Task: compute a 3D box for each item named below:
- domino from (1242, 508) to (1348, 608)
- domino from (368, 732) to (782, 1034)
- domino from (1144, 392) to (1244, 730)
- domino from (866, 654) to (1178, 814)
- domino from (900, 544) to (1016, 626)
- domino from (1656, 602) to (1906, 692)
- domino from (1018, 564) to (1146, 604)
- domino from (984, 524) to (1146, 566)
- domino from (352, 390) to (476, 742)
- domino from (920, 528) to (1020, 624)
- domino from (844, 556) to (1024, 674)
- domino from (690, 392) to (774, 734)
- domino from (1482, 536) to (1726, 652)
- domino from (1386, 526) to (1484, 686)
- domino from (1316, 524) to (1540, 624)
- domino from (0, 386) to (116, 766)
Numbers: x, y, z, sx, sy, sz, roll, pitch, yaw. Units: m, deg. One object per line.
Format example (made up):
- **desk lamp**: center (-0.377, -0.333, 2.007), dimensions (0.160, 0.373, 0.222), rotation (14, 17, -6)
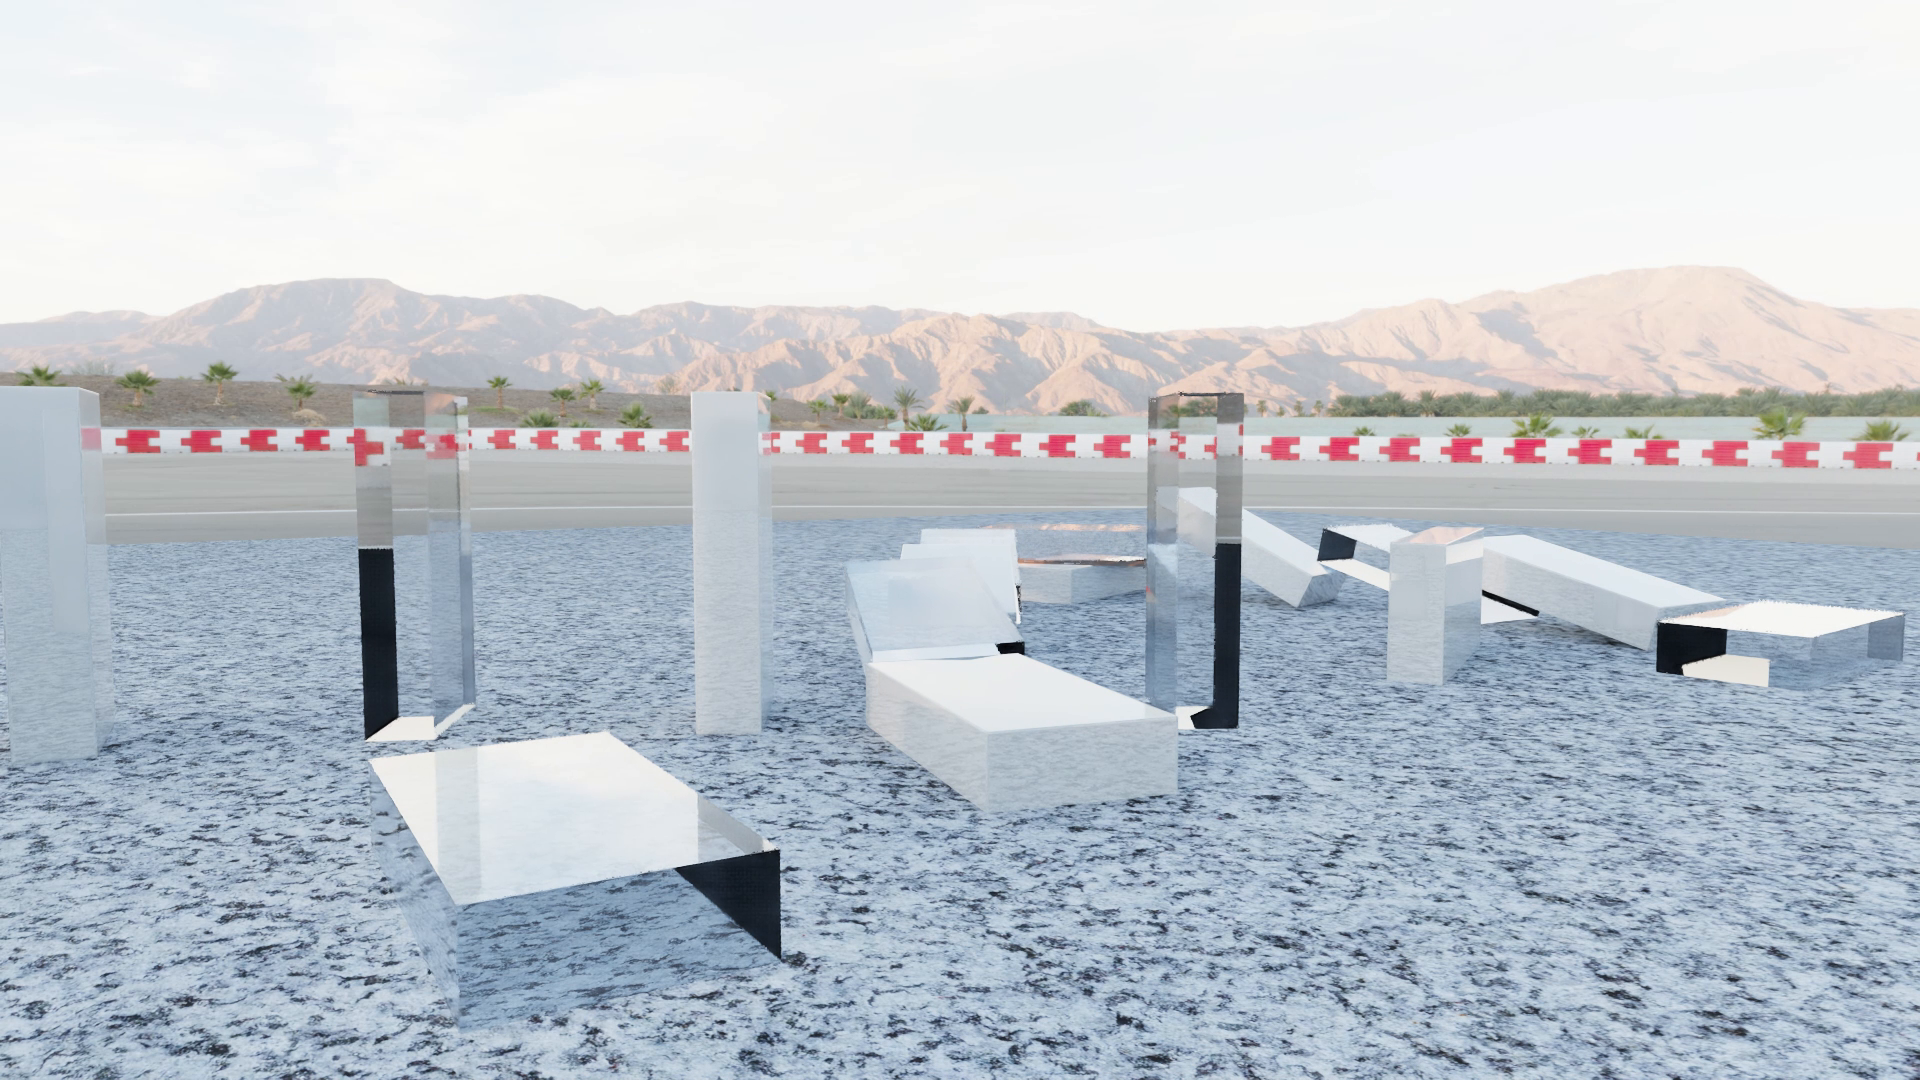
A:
- **domino**: center (0.079, 0.001, 0.353), dimensions (0.050, 0.009, 0.025), rotation (34, 23, 32)
- **domino**: center (-0.038, 0.029, 0.120), dimensions (0.025, 0.009, 0.050), rotation (-3, 5, -31)
- **domino**: center (0.036, 0.002, 0.202), dimensions (0.009, 0.050, 0.025), rotation (0, 4, -2)
- **domino**: center (0.006, 0.025, 0.175), dimensions (0.025, 0.010, 0.050), rotation (-2, 5, -20)
- **domino**: center (-0.001, 0.012, 0.278), dimensions (0.025, 0.009, 0.050), rotation (0, 15, 1)
- **domino**: center (0.157, 0.019, 0.245), dimensions (0.050, 0.009, 0.025), rotation (-3, 5, -39)
- **domino**: center (0.033, 0.010, 0.368), dimensions (0.025, 0.009, 0.050), rotation (3, 5, 33)
- **domino**: center (0.033, 0.001, 0.363), dimensions (0.050, 0.009, 0.025), rotation (1, 4, 16)
- **domino**: center (-0.082, 0.003, 0.195), dimensions (0.009, 0.050, 0.025), rotation (-1, 4, -8)
- **domino**: center (0.002, 0.008, 0.327), dimensions (0.025, 0.009, 0.050), rotation (0, 16, 1)
- **domino**: center (-0.006, 0.015, 0.233), dimensions (0.025, 0.009, 0.050), rotation (-3, 16, -10)
- **domino**: center (-0.035, 0.003, 0.199), dimensions (0.010, 0.050, 0.025), rotation (0, 4, -4)
- **domino**: center (0.140, 0.011, 0.289), dimensions (0.025, 0.009, 0.050), rotation (-3, 18, -31)
- **domino**: center (0.093, 0.011, 0.250), dimensions (0.009, 0.025, 0.050), rotation (2, 5, 29)
- **domino**: center (0.119, 0.008, 0.327), dimensions (0.025, 0.009, 0.050), rotation (-3, 18, -31)
- **domino**: center (-0.127, 0.004, 0.181), dimensions (0.009, 0.050, 0.025), rotation (-2, 5, -28)
